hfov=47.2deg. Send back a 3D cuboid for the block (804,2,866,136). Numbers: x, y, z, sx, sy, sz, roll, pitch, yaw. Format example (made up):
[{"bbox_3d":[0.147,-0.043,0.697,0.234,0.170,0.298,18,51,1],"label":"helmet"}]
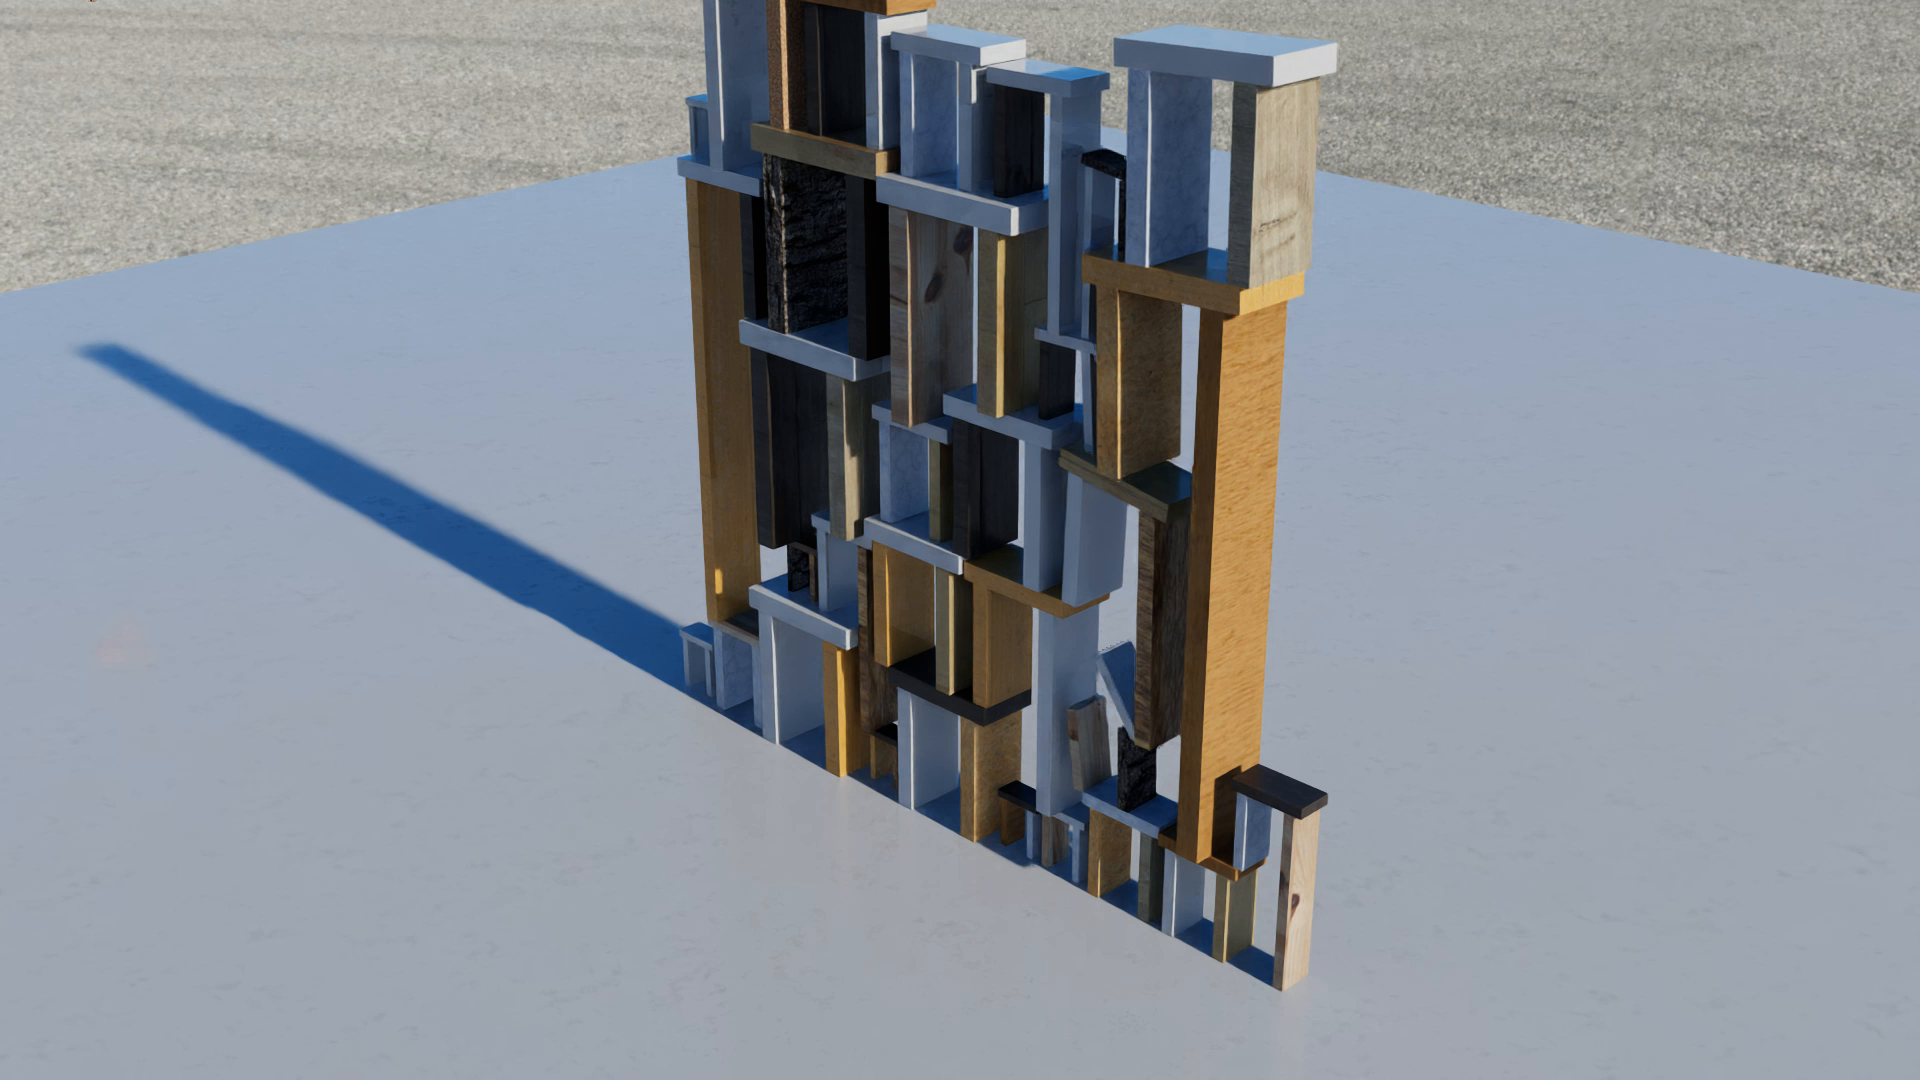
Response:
[{"bbox_3d":[-0.230,-0.885,4.097,0.122,0.244,0.035,-21,31,-41],"label":"block"}]

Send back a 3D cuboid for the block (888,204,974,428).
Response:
[{"bbox_3d":[-0.052,-0.431,4.090,0.170,0.415,0.048,-21,31,-41],"label":"block"}]

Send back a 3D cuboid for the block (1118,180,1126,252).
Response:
[{"bbox_3d":[0.291,-0.545,3.677,0.059,0.119,0.017,-21,31,-41],"label":"block"}]

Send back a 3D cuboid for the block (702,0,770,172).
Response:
[{"bbox_3d":[-0.429,-0.928,4.292,0.040,0.392,0.140,21,31,41],"label":"block"}]

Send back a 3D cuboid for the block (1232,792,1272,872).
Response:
[{"bbox_3d":[0.516,0.500,3.868,0.076,0.151,0.021,-21,31,-40],"label":"block"}]

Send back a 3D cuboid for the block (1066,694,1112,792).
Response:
[{"bbox_3d":[0.243,0.380,4.117,0.082,0.164,0.023,-21,23,-41],"label":"block"}]

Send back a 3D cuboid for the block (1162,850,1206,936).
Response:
[{"bbox_3d":[0.412,0.632,4.042,0.025,0.178,0.089,21,31,41],"label":"block"}]

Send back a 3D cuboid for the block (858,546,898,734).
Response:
[{"bbox_3d":[-0.164,0.191,4.485,0.090,0.414,0.026,-21,31,-41],"label":"block"}]

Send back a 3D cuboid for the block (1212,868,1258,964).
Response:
[{"bbox_3d":[0.496,0.665,3.965,0.025,0.178,0.089,21,31,41],"label":"block"}]

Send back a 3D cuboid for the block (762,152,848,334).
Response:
[{"bbox_3d":[-0.296,-0.594,4.299,0.175,0.351,0.050,-21,31,-41],"label":"block"}]

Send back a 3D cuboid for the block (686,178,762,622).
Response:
[{"bbox_3d":[-0.494,-0.292,4.635,0.036,0.975,0.127,21,31,41],"label":"block"}]

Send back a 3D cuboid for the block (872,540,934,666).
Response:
[{"bbox_3d":[-0.111,0.108,4.386,0.132,0.264,0.037,-21,31,-40],"label":"block"}]

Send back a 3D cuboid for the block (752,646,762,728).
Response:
[{"bbox_3d":[-0.405,0.306,4.793,0.027,0.194,0.097,21,31,41],"label":"block"}]

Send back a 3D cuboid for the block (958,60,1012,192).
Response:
[{"bbox_3d":[0.048,-0.732,3.859,0.112,0.223,0.032,-21,31,-41],"label":"block"}]

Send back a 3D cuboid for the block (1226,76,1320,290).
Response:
[{"bbox_3d":[0.490,-0.567,3.443,0.159,0.318,0.045,-21,30,-41],"label":"block"}]

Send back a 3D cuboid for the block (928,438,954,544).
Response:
[{"bbox_3d":[-0.012,-0.107,4.196,0.103,0.206,0.029,-21,31,-41],"label":"block"}]

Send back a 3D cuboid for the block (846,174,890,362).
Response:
[{"bbox_3d":[-0.131,-0.529,4.146,0.175,0.351,0.050,-21,31,-41],"label":"block"}]

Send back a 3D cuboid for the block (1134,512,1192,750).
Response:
[{"bbox_3d":[0.367,0.147,3.888,0.126,0.447,0.036,-21,30,-41],"label":"block"}]

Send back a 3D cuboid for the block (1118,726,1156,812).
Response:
[{"bbox_3d":[0.325,0.410,4.040,0.082,0.164,0.023,-21,29,-41],"label":"block"}]

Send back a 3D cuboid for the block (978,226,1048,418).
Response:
[{"bbox_3d":[0.108,-0.403,3.928,0.170,0.339,0.048,-21,31,-40],"label":"block"}]

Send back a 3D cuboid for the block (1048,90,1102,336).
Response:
[{"bbox_3d":[0.196,-0.562,3.776,0.098,0.417,0.028,-21,31,-40],"label":"block"}]

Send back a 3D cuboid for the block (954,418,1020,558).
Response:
[{"bbox_3d":[0.049,-0.114,4.129,0.136,0.273,0.039,-21,31,-40],"label":"block"}]

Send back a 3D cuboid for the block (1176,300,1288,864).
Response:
[{"bbox_3d":[0.461,0.077,3.760,0.167,1.014,0.047,-21,31,-41],"label":"block"}]

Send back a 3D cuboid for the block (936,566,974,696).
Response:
[{"bbox_3d":[0.013,0.157,4.272,0.132,0.264,0.037,-21,31,-41],"label":"block"}]

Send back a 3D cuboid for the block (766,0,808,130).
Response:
[{"bbox_3d":[-0.296,-0.927,4.149,0.140,0.281,0.040,-21,31,-41],"label":"block"}]

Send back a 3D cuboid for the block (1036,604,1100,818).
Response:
[{"bbox_3d":[0.202,0.309,4.142,0.127,0.422,0.036,-21,31,-41],"label":"block"}]

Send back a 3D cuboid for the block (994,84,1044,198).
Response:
[{"bbox_3d":[0.103,-0.699,3.818,0.098,0.195,0.028,-21,31,-41],"label":"block"}]

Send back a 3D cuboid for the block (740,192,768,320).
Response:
[{"bbox_3d":[-0.374,-0.577,4.384,0.036,0.254,0.127,21,31,41],"label":"block"}]

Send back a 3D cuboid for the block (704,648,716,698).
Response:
[{"bbox_3d":[-0.542,0.288,4.931,0.017,0.117,0.059,21,31,41],"label":"block"}]

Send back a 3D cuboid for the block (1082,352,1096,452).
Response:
[{"bbox_3d":[0.247,-0.249,3.851,0.072,0.180,0.021,-21,27,-40],"label":"block"}]

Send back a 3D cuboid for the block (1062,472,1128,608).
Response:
[{"bbox_3d":[0.244,-0.016,3.954,0.126,0.252,0.036,-21,33,-41],"label":"block"}]

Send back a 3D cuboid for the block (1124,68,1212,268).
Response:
[{"bbox_3d":[0.341,-0.618,3.584,0.159,0.318,0.045,-21,30,-41],"label":"block"}]

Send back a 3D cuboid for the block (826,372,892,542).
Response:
[{"bbox_3d":[-0.181,-0.183,4.338,0.170,0.339,0.048,-21,31,-41],"label":"block"}]

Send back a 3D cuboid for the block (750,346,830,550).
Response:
[{"bbox_3d":[-0.341,-0.206,4.502,0.048,0.426,0.170,21,31,41],"label":"block"}]

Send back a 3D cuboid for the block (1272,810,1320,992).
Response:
[{"bbox_3d":[0.587,0.621,3.842,0.021,0.355,0.076,21,31,41],"label":"block"}]

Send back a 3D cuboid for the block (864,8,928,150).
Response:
[{"bbox_3d":[-0.115,-0.840,3.991,0.122,0.244,0.035,-21,31,-41],"label":"block"}]

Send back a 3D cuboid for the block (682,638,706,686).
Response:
[{"bbox_3d":[-0.597,0.267,4.982,0.017,0.117,0.058,21,31,41],"label":"block"}]

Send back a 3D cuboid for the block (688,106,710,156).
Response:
[{"bbox_3d":[-0.522,-0.831,4.438,0.014,0.099,0.049,21,31,40],"label":"block"}]

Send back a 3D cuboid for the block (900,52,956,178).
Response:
[{"bbox_3d":[-0.057,-0.773,3.956,0.112,0.223,0.032,-21,31,-41],"label":"block"}]

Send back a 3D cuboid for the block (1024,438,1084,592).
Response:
[{"bbox_3d":[0.178,-0.059,4.013,0.136,0.284,0.039,-21,31,-41],"label":"block"}]

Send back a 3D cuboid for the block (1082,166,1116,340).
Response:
[{"bbox_3d":[0.237,-0.494,3.761,0.059,0.301,0.017,-21,31,-41],"label":"block"}]

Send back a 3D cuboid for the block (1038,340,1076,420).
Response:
[{"bbox_3d":[0.173,-0.292,3.914,0.072,0.145,0.021,-21,32,-41],"label":"block"}]

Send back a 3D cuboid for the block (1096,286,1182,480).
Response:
[{"bbox_3d":[0.308,-0.288,3.771,0.167,0.335,0.047,-21,29,-40],"label":"block"}]

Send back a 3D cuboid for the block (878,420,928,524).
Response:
[{"bbox_3d":[-0.109,-0.145,4.286,0.103,0.206,0.029,-21,31,-41],"label":"block"}]

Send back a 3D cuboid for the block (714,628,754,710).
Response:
[{"bbox_3d":[-0.497,0.270,4.877,0.027,0.193,0.097,21,31,41],"label":"block"}]

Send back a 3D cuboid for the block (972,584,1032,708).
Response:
[{"bbox_3d":[0.083,0.185,4.219,0.127,0.254,0.036,-21,31,-40],"label":"block"}]
